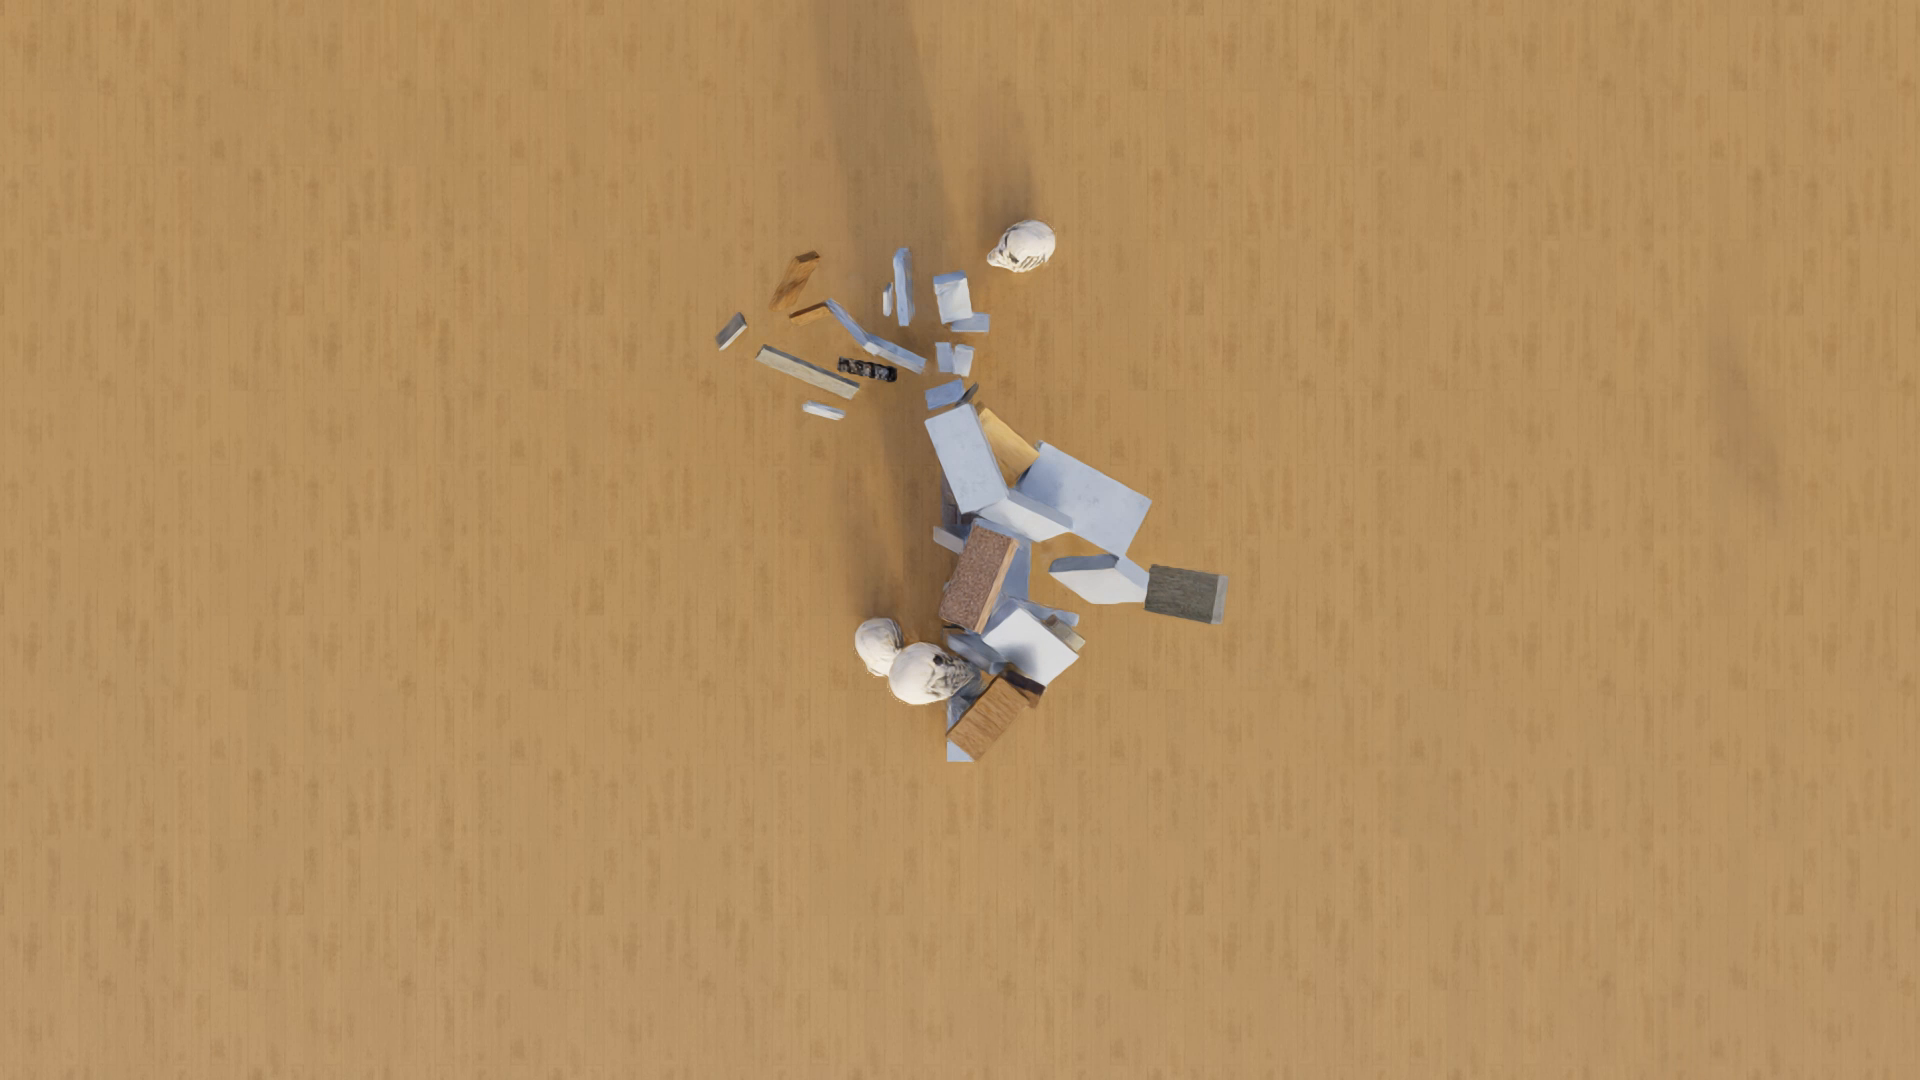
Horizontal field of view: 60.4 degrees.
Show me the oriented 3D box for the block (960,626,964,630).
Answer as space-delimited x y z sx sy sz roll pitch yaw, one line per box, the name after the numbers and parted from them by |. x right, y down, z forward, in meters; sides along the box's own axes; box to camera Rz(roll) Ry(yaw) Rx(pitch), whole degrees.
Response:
0.067 0.223 5.038 0.172 0.365 0.049 0 95 -8 | block

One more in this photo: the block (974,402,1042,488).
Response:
0.089 -0.248 4.328 0.128 0.036 0.257 -45 134 8 | block

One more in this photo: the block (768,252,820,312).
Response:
-0.517 -0.804 5.134 0.029 0.103 0.206 44 127 11 | block

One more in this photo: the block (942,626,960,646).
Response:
0.007 0.300 5.126 0.123 0.441 0.035 2 91 -1 | block

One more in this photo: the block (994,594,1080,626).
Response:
0.214 0.198 4.682 0.125 0.250 0.035 13 91 -33 | block

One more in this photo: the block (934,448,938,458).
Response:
-0.008 -0.289 5.080 0.116 0.231 0.033 -10 90 -6 | block

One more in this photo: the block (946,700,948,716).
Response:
0.007 0.494 4.778 0.090 0.180 0.025 2 93 -2 | block

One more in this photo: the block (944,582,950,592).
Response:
0.023 0.158 5.371 0.121 0.243 0.034 0 90 -9 | block

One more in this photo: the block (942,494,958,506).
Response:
0.028 -0.132 5.077 0.116 0.231 0.033 -7 90 -12 | block

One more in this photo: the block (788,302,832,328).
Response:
-0.475 -0.717 5.243 0.122 0.061 0.017 -20 67 7 | block

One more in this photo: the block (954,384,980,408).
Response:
0.017 -0.406 4.744 0.016 0.116 0.058 43 123 -8 | block

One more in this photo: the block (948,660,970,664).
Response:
0.011 0.374 4.779 0.090 0.180 0.026 1 93 -2 | block

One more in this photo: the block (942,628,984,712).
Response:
0.010 0.384 4.887 0.123 0.035 0.246 2 90 -1 | block

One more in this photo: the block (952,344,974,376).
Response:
0.008 -0.594 5.447 0.061 0.122 0.017 13 51 0 | block

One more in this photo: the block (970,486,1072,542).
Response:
0.162 -0.068 4.366 0.257 0.128 0.036 24 60 -36 | block

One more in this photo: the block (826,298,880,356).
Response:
-0.345 -0.686 5.309 0.029 0.103 0.205 -43 72 8 | block

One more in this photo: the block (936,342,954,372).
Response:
-0.043 -0.531 4.786 0.045 0.013 0.091 5 113 30 | block

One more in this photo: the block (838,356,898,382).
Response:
-0.290 -0.532 5.147 0.186 0.013 0.045 12 124 5 | block

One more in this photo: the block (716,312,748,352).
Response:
-0.738 -0.672 5.320 0.122 0.017 0.061 -41 50 24 | block

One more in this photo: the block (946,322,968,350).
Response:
-0.013 -0.696 5.491 0.061 0.017 0.122 -12 90 0 | block

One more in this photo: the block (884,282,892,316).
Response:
-0.201 -0.674 4.623 0.013 0.091 0.045 12 53 8 | block

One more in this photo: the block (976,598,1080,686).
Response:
0.183 0.277 4.388 0.129 0.378 0.036 -41 53 7 | block

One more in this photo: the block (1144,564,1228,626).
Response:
0.602 0.144 4.408 0.036 0.257 0.129 8 91 -37 | block

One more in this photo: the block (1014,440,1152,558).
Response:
0.329 -0.110 4.485 0.356 0.050 0.178 27 89 -16 | block

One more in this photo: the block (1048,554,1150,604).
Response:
0.420 0.114 4.747 0.178 0.356 0.050 35 72 -22 | block

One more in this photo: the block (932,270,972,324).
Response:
-0.022 -0.780 5.309 0.103 0.301 0.029 -13 74 0 | block

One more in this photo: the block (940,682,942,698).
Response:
0.004 0.465 5.027 0.123 0.246 0.035 0 91 -1 | block

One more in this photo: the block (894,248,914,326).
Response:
-0.166 -0.753 4.896 0.029 0.103 0.206 1 119 10 | block

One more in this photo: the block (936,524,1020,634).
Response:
0.046 0.101 4.256 0.129 0.036 0.257 19 85 36 | block

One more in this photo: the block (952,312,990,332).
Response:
0.036 -0.719 5.457 0.122 0.017 0.061 2 81 6 | block

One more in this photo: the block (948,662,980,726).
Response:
0.012 0.439 4.675 0.090 0.025 0.180 1 90 -2 | block

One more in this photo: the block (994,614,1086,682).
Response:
0.219 0.335 4.556 0.125 0.035 0.250 38 98 -32 | block

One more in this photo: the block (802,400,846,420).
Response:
-0.431 -0.410 5.233 0.122 0.061 0.017 15 73 -25 | block

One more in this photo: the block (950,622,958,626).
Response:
0.004 0.271 5.356 0.067 0.019 0.134 1 90 -1 | block

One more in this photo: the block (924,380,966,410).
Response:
-0.044 -0.429 4.861 0.116 0.016 0.058 -17 75 13 | block

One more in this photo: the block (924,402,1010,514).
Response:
0.018 -0.209 4.213 0.128 0.036 0.256 -20 97 19 | block

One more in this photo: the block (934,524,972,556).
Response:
0.047 -0.004 5.020 0.172 0.345 0.049 -4 98 -15 | block

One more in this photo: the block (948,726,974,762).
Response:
0.001 0.588 4.982 0.079 0.022 0.158 0 90 0 | block

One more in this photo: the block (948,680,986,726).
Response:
0.026 0.441 4.485 0.106 0.355 0.030 -3 99 -2 | block

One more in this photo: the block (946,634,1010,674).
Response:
0.080 0.325 4.703 0.125 0.313 0.035 3 100 -23 | block

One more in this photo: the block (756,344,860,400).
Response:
-0.464 -0.512 5.036 0.321 0.067 0.019 21 54 -20 | block

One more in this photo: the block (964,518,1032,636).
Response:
0.114 0.113 4.829 0.172 0.049 0.345 4 88 -14 | block

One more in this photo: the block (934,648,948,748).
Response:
-0.002 0.495 5.173 0.153 0.043 0.305 0 90 0 | block

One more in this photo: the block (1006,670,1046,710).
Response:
0.166 0.402 4.416 0.106 0.212 0.030 23 75 4 | block

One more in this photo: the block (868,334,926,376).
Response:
-0.213 -0.614 5.447 0.205 0.103 0.029 25 80 0 | block

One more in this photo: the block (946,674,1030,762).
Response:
0.072 0.463 4.294 0.106 0.030 0.212 40 98 -10 | block

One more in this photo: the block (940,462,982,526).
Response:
0.005 -0.179 5.220 0.130 0.037 0.261 -2 90 0 | block

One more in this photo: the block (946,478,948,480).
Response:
0.098 -0.208 4.693 0.178 0.485 0.050 -10 95 -13 | block
